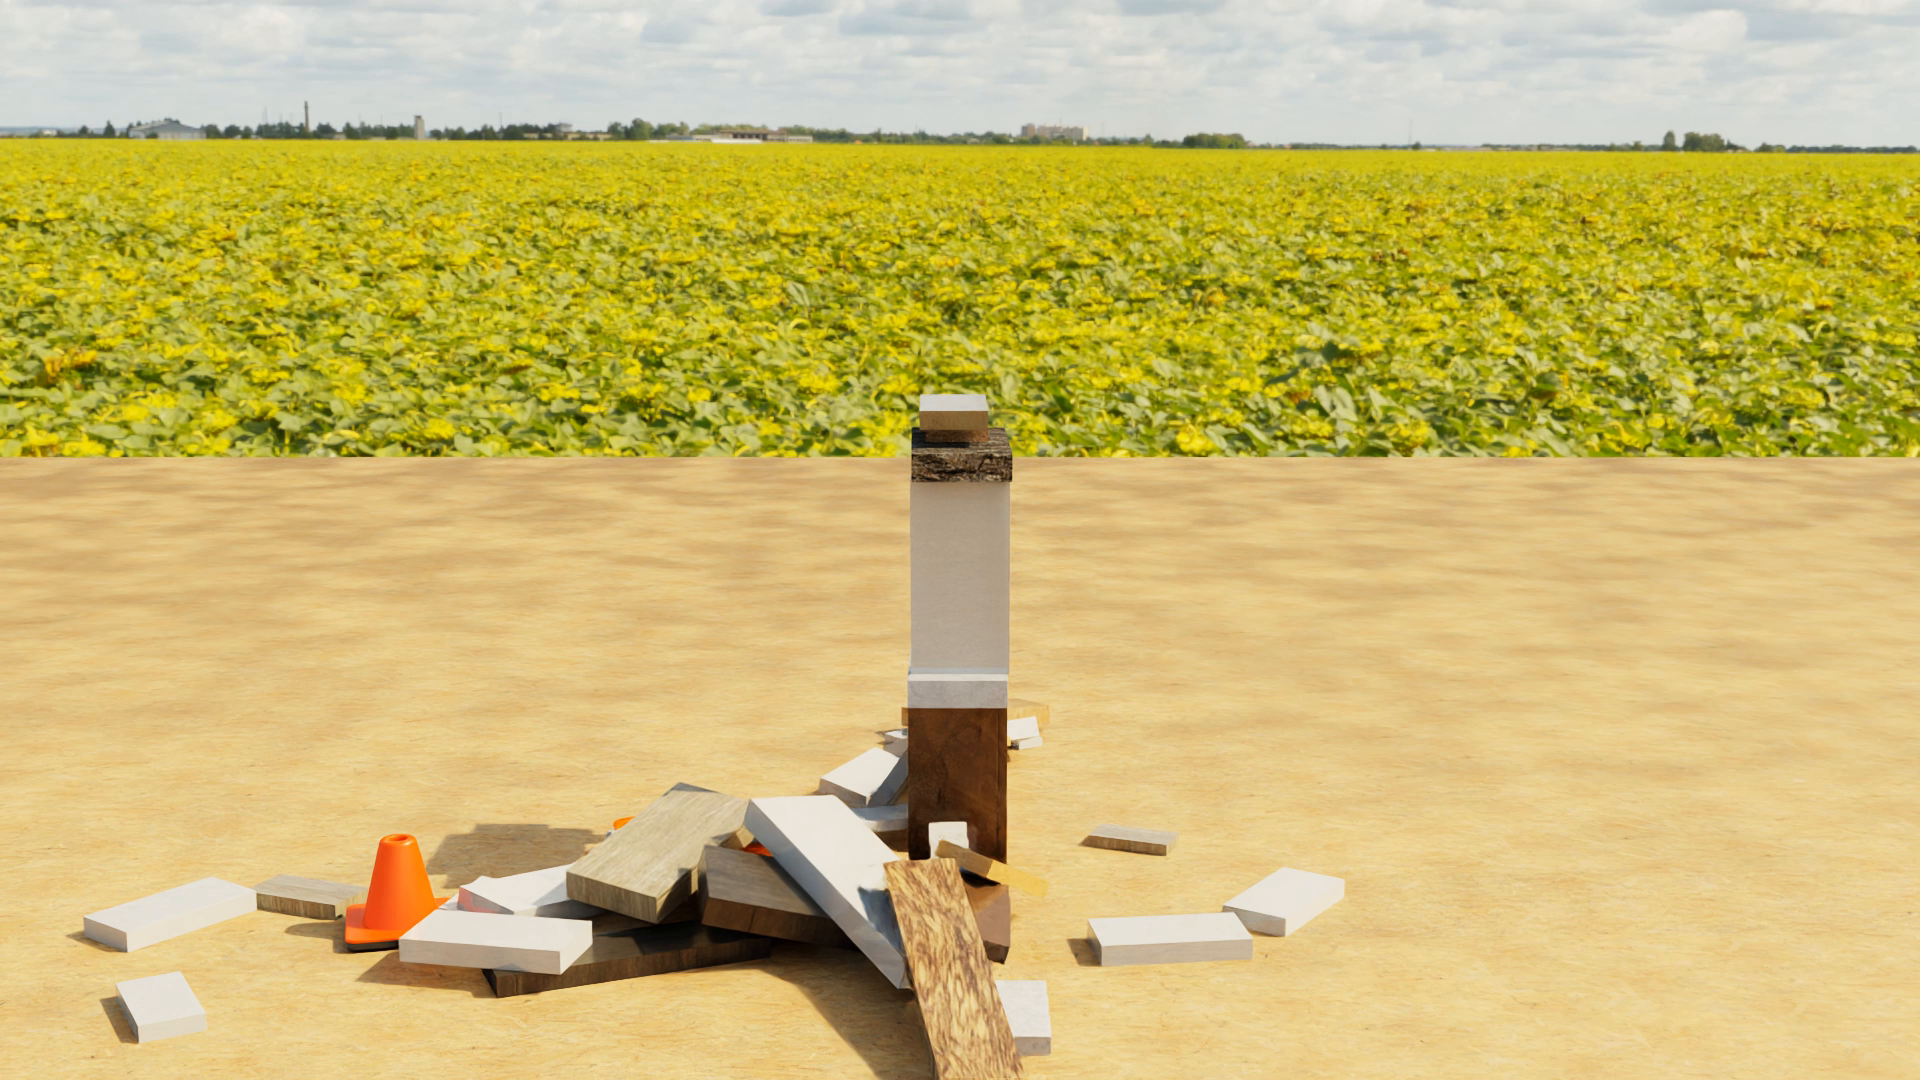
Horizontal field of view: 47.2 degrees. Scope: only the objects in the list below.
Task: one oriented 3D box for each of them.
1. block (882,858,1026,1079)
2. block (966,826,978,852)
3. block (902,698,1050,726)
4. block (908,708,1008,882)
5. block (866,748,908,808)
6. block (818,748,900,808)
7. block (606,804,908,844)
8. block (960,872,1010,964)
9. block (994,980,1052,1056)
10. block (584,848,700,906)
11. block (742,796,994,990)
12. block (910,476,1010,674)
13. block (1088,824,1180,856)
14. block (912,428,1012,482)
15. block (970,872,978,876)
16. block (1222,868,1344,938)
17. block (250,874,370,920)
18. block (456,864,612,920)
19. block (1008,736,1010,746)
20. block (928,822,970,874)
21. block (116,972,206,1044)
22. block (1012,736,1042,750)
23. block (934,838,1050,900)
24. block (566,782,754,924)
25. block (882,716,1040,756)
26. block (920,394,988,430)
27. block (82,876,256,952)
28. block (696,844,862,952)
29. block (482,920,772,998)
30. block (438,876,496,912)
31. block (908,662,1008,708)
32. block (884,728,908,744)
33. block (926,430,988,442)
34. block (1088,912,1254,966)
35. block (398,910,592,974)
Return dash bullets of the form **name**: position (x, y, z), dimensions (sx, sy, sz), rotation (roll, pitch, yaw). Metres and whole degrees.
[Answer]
- **block**: position (-0.013, 0.617, 3.082), dimensions (0.112, 0.032, 0.590), rotation (-2, 23, -10)
- **block**: position (-0.003, 0.535, 3.627), dimensions (0.062, 0.124, 0.018), rotation (0, -10, 0)
- **block**: position (0.033, 0.371, 4.653), dimensions (0.281, 0.040, 0.140), rotation (-2, 4, -30)
- **block**: position (-0.004, 0.425, 3.661), dimensions (0.163, 0.327, 0.046), rotation (0, 10, 0)
- **block**: position (-0.104, 0.427, 4.033), dimensions (0.029, 0.208, 0.104), rotation (38, 19, 8)
- **block**: position (-0.173, 0.457, 4.221), dimensions (0.104, 0.029, 0.208), rotation (19, 20, 23)
- **block**: position (-0.322, 0.498, 3.796), dimensions (0.597, 0.021, 0.073), rotation (0, 11, -35)
- **block**: position (0.023, 0.568, 3.335), dimensions (0.102, 0.029, 0.203), rotation (17, 17, -4)
- **block**: position (0.075, 0.677, 3.120), dimensions (0.102, 0.029, 0.203), rotation (0, 11, 0)
- **block**: position (-0.416, 0.552, 3.568), dimensions (0.401, 0.036, 0.127), rotation (10, 10, 30)
- **block**: position (-0.147, 0.535, 3.401), dimensions (0.166, 0.047, 0.475), rotation (3, 22, -38)
- **block**: position (0.000, 0.057, 3.607), dimensions (0.162, 0.324, 0.046), rotation (0, 11, 0)
- **block**: position (0.309, 0.533, 3.917), dimensions (0.146, 0.021, 0.073), rotation (4, 11, 22)
- **block**: position (0.000, -0.145, 3.679), dimensions (0.162, 0.046, 0.324), rotation (0, 11, -1)
- **block**: position (-0.002, 0.571, 3.537), dimensions (0.063, 0.018, 0.126), rotation (-1, 44, -2)
- **block**: position (0.529, 0.589, 3.588), dimensions (0.112, 0.032, 0.223), rotation (7, 13, 33)
- **block**: position (-1.073, 0.587, 3.616), dimensions (0.183, 0.026, 0.091), rotation (4, 11, 22)
- **block**: position (-0.666, 0.574, 3.533), dimensions (0.127, 0.036, 0.255), rotation (15, 10, 35)
- **block**: position (0.028, 0.384, 4.179), dimensions (0.121, 0.017, 0.061), rotation (-8, -14, 32)
- **block**: position (-0.017, 0.513, 3.572), dimensions (0.062, 0.018, 0.124), rotation (-2, 44, -2)
- **block**: position (-1.150, 0.671, 3.164), dimensions (0.091, 0.026, 0.183), rotation (-6, 12, -29)
- **block**: position (0.109, 0.411, 4.580), dimensions (0.061, 0.017, 0.121), rotation (-5, 12, -37)
- **block**: position (0.052, 0.524, 3.496), dimensions (0.102, 0.029, 0.205), rotation (18, -8, 32)
- **block**: position (-0.469, 0.498, 3.540), dimensions (0.166, 0.047, 0.331), rotation (12, 24, 23)
- **block**: position (0.003, 0.404, 4.418), dimensions (0.281, 0.040, 0.140), rotation (-6, -11, -30)
- **block**: position (-0.011, -0.215, 3.683), dimensions (0.112, 0.032, 0.223), rotation (0, 11, -1)
- **block**: position (-1.266, 0.599, 3.529), dimensions (0.118, 0.033, 0.236), rotation (8, 13, 36)
- **block**: position (-0.236, 0.560, 3.400), dimensions (0.331, 0.047, 0.166), rotation (13, 18, -14)
- **block**: position (-0.508, 0.631, 3.355), dimensions (0.421, 0.033, 0.118), rotation (-4, 11, -23)
- **block**: position (-0.763, 0.588, 3.544), dimensions (0.091, 0.026, 0.183), rotation (11, 9, 7)
- **block**: position (-0.004, 0.221, 3.737), dimensions (0.163, 0.046, 0.327), rotation (0, 11, 0)
- **block**: position (-0.081, 0.418, 4.540), dimensions (0.073, 0.021, 0.146), rotation (-9, 14, -39)
- **block**: position (-0.007, -0.197, 3.753), dimensions (0.104, 0.029, 0.208), rotation (0, 11, -1)
- **block**: position (0.325, 0.620, 3.417), dimensions (0.236, 0.033, 0.118), rotation (-1, 11, -7)
- **block**: position (-0.698, 0.604, 3.311), dimensions (0.255, 0.036, 0.127), rotation (2, 11, 12)
